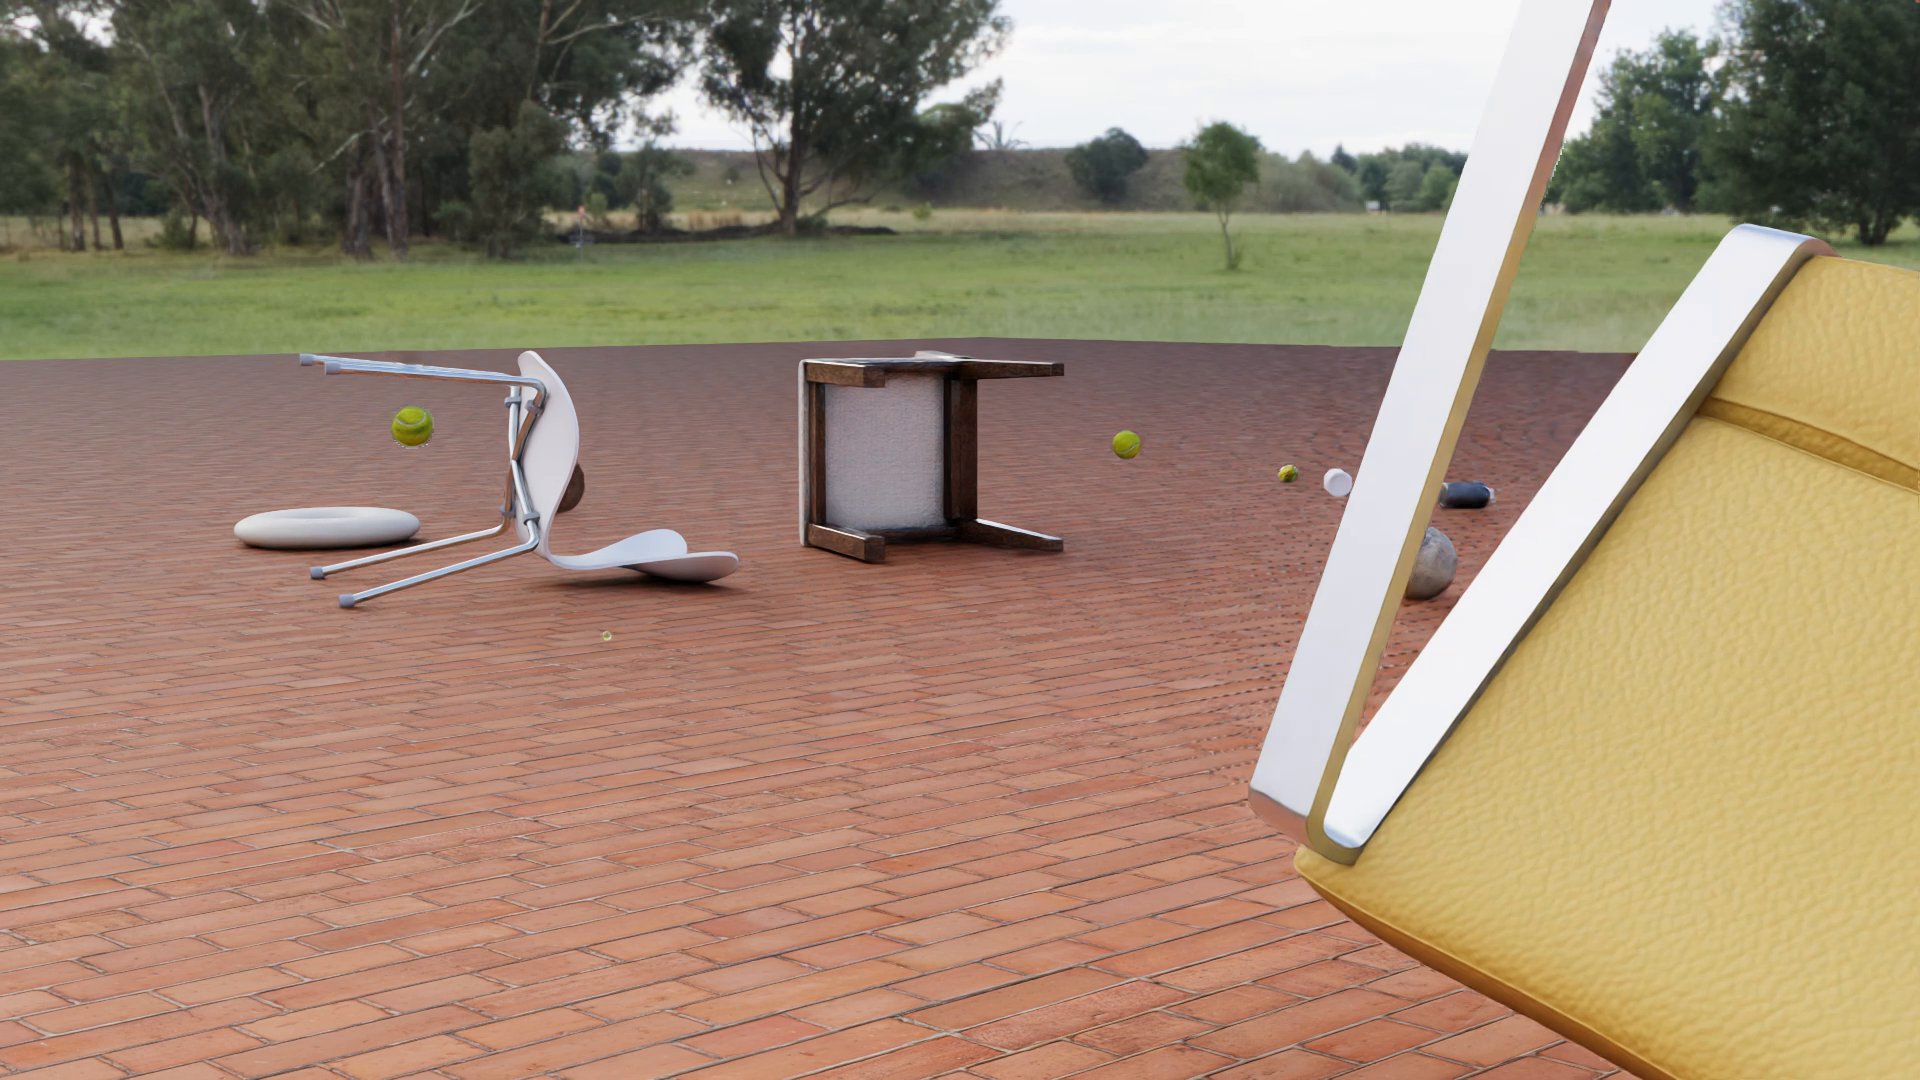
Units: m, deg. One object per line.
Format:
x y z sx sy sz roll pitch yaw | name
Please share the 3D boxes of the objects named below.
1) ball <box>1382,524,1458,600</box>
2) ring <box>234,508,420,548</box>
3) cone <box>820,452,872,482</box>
0.934 0.046 5.219 0.153 0.153 0.153 0 6 0 | ball
-1.565 -0.030 6.352 0.451 0.073 0.417 -3 7 -22 | ring
-0.353 -0.214 8.249 0.169 0.089 0.128 17 39 -4 | cone
